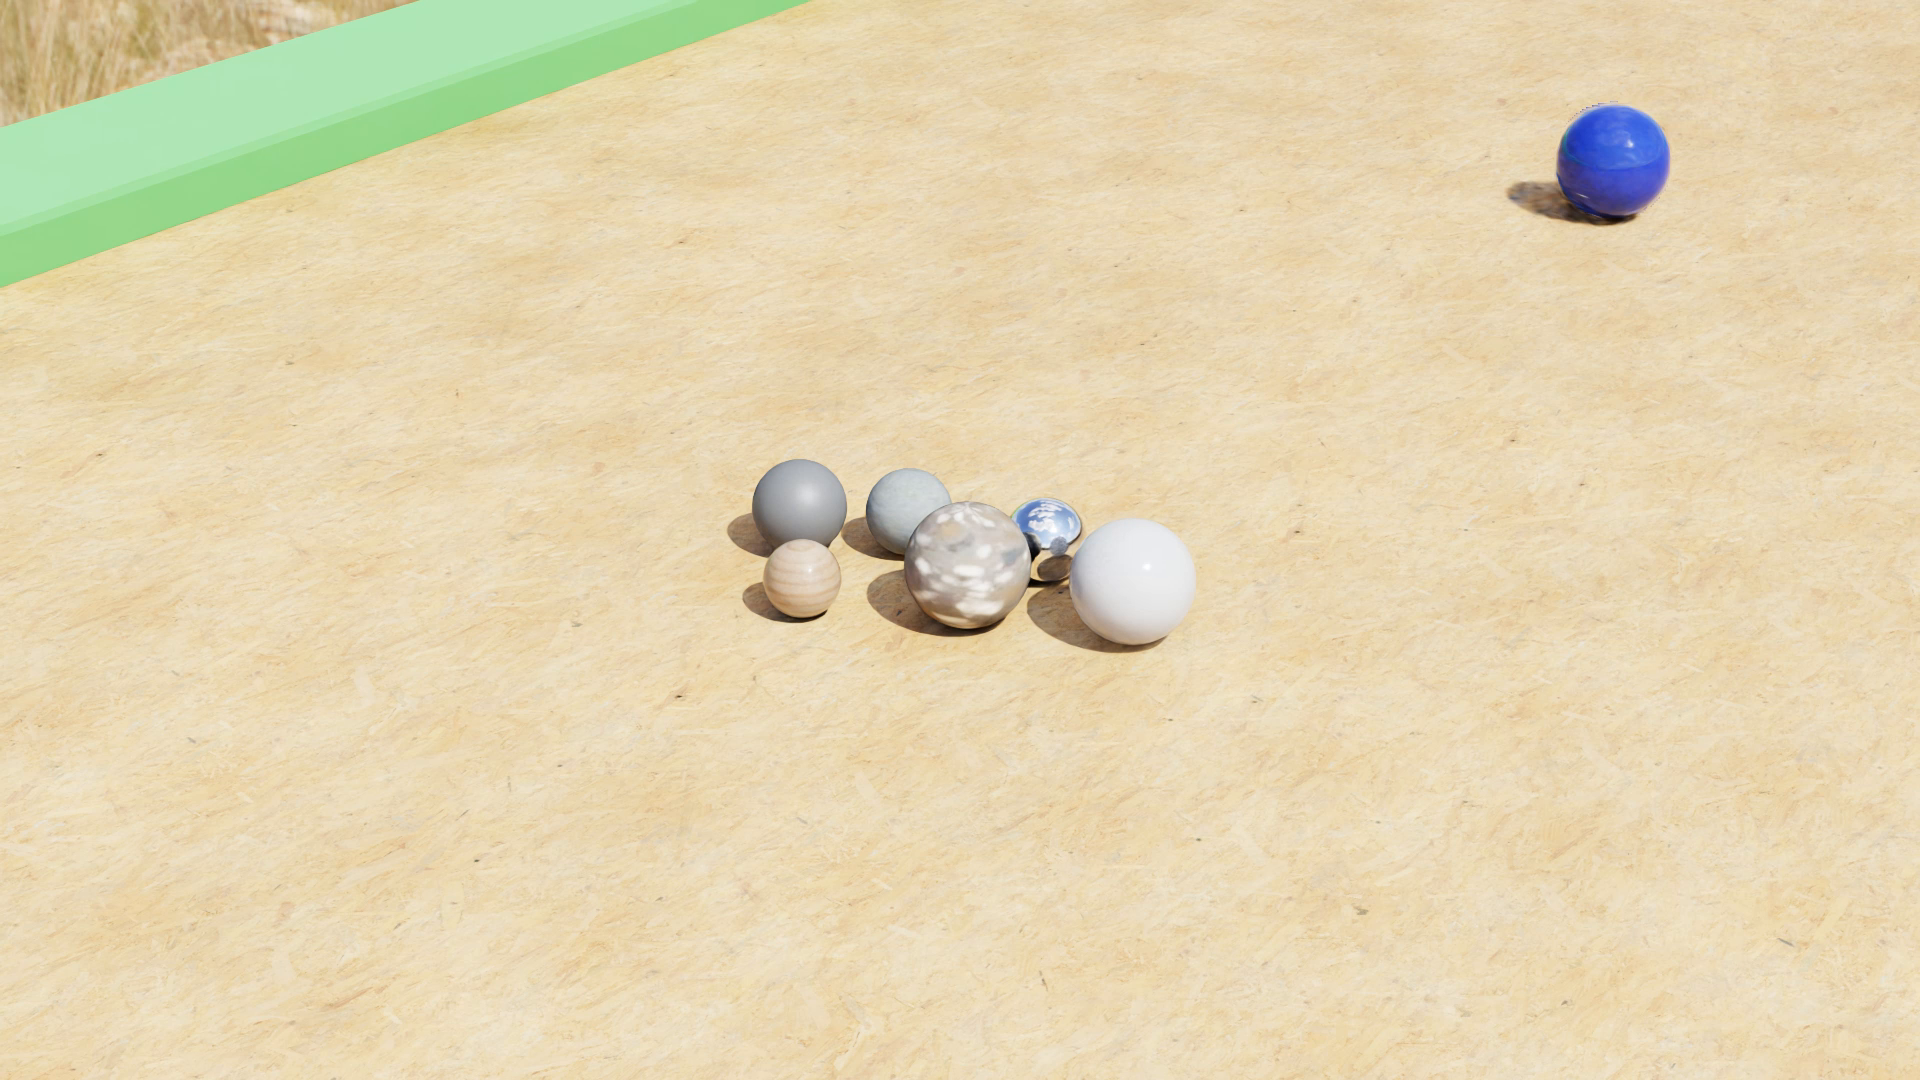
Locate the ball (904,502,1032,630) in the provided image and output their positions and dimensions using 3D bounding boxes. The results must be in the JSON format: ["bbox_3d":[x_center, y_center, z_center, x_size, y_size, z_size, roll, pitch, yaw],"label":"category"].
[{"bbox_3d":[0.005,0.015,1.778,0.077,0.077,0.077,0,25,0],"label":"ball"}]

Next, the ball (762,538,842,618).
[{"bbox_3d":[-0.096,0.023,1.794,0.048,0.048,0.048,0,25,0],"label":"ball"}]

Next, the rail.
[{"bbox_3d":[-0.233,-0.566,2.958,0.045,0.124,3.639,16,30,31],"label":"rail"}]

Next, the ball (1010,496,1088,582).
[{"bbox_3d":[0.053,0.000,1.839,0.054,0.054,0.054,0,25,0],"label":"ball"}]

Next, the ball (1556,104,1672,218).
[{"bbox_3d":[0.547,-0.317,2.465,0.095,0.095,0.095,0,25,0],"label":"ball"}]

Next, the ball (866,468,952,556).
[{"bbox_3d":[-0.032,-0.018,1.874,0.056,0.056,0.056,0,25,0],"label":"ball"}]

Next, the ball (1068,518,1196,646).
[{"bbox_3d":[0.103,0.025,1.759,0.076,0.076,0.076,0,25,0],"label":"ball"}]

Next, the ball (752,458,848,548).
[{"bbox_3d":[-0.102,-0.021,1.875,0.061,0.061,0.061,0,25,0],"label":"ball"}]
